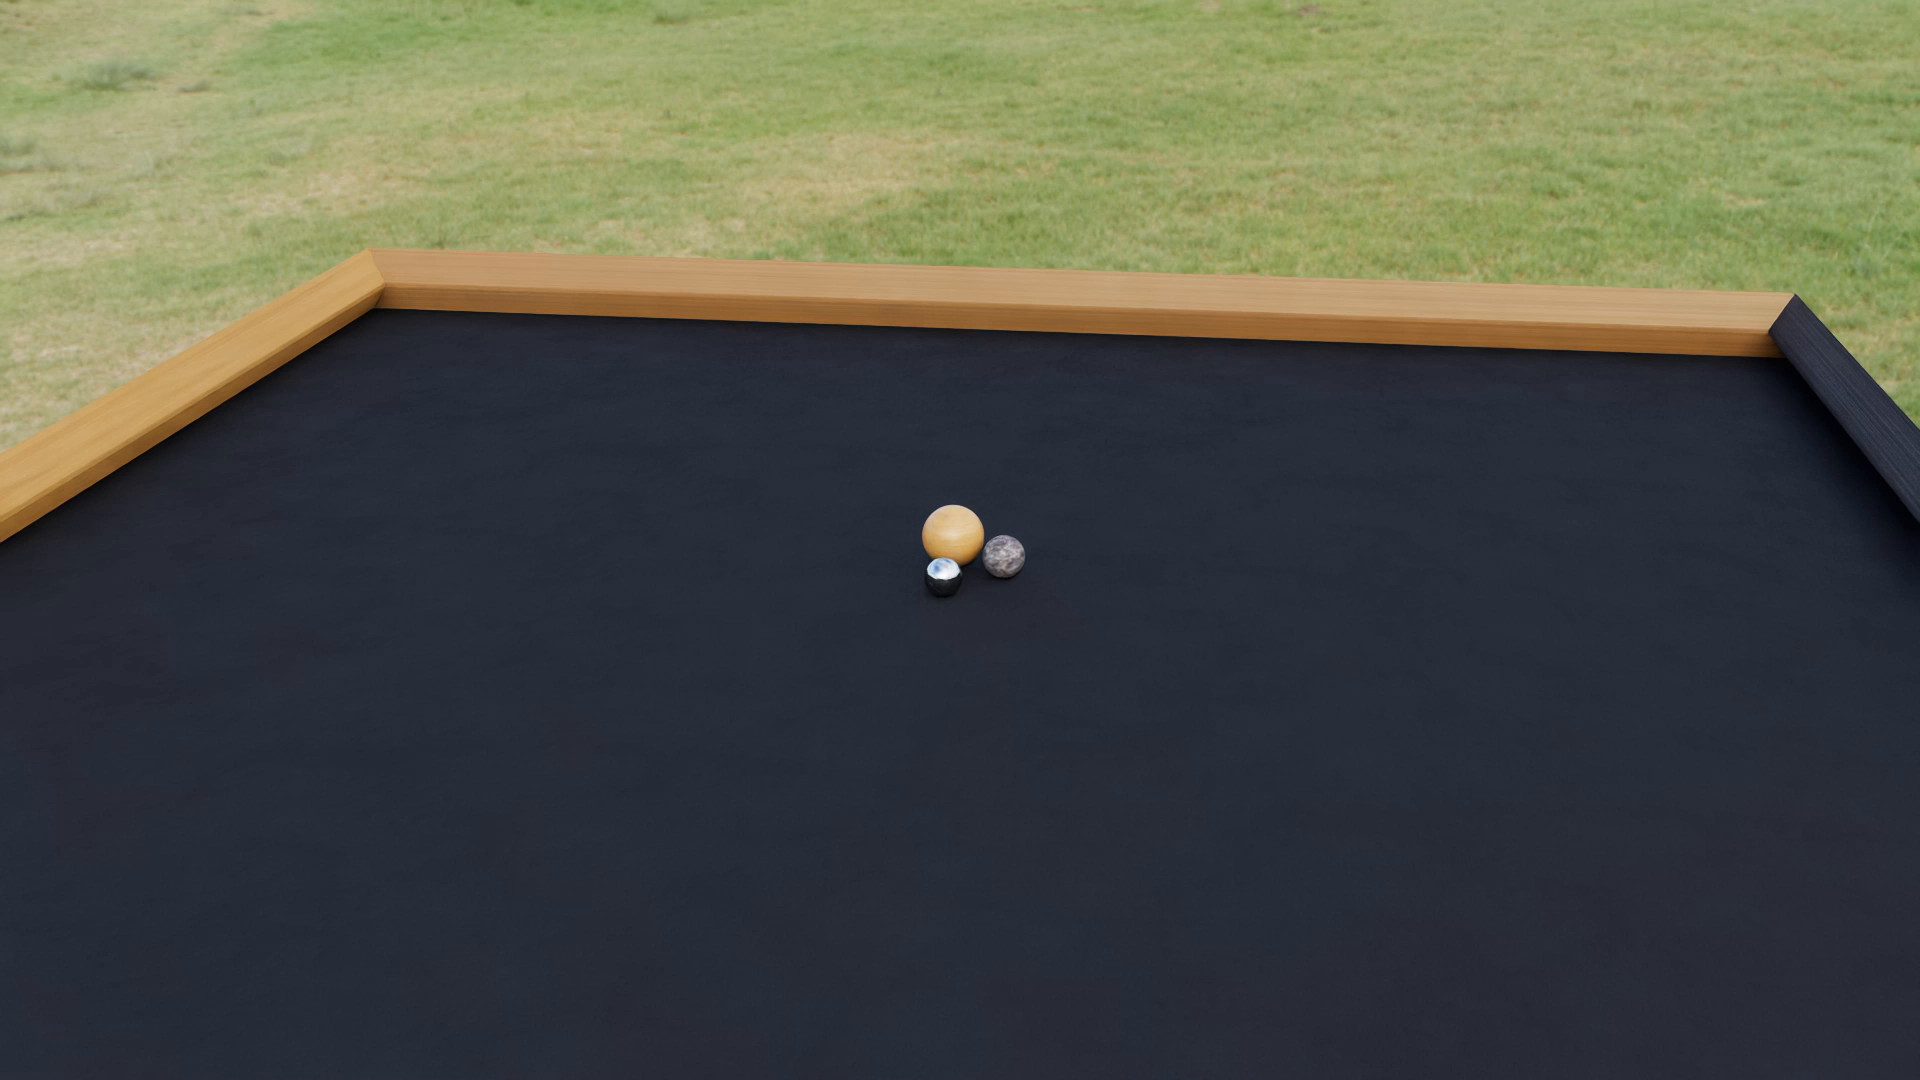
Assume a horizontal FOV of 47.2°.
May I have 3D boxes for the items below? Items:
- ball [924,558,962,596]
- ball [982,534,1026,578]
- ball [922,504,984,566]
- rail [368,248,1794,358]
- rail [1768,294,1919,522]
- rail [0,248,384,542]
[{"bbox_3d":[-0.019,0.043,2.587,0.046,0.046,0.046,0,20,0],"label":"ball"},{"bbox_3d":[0.053,0.020,2.641,0.052,0.052,0.052,0,20,0],"label":"ball"},{"bbox_3d":[-0.008,-0.005,2.673,0.076,0.076,0.076,0,20,0],"label":"ball"},{"bbox_3d":[0.151,-0.397,3.695,2.411,0.106,0.045,3,20,7],"label":"rail"},{"bbox_3d":[1.016,0.414,1.485,0.045,0.106,4.472,3,20,7],"label":"rail"},{"bbox_3d":[-1.325,0.302,1.791,0.045,0.106,4.472,3,20,7],"label":"rail"}]
